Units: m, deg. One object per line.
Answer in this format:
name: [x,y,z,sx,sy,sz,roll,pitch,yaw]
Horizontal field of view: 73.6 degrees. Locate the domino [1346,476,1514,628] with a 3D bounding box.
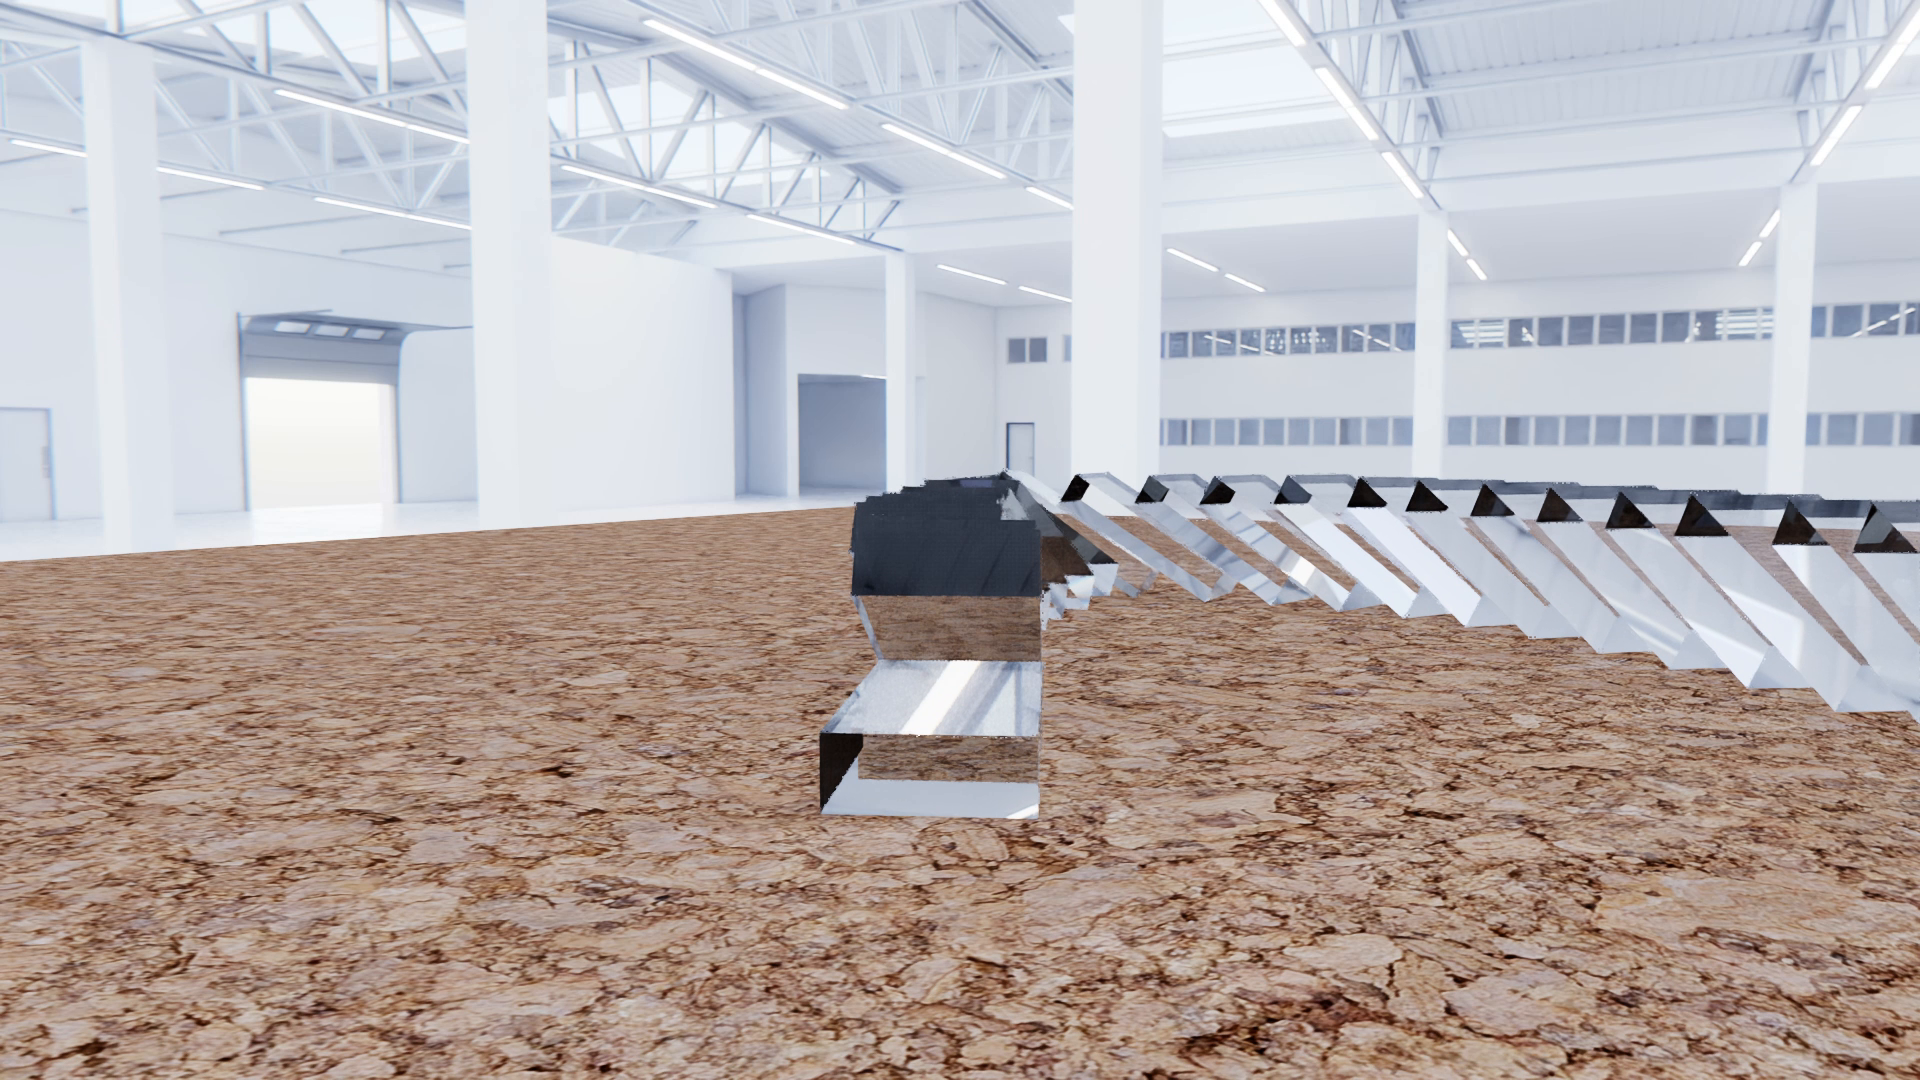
domino: [0.121,0.002,0.317,0.025,0.009,0.050,-1,35,-22]

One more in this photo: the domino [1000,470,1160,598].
domino: [0.033,-0.002,0.365,0.050,0.009,0.025,34,12,13]

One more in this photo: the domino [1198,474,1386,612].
domino: [0.091,0.000,0.346,0.025,0.009,0.050,-4,37,-44]

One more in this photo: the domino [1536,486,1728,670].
domino: [0.143,0.006,0.262,0.025,0.009,0.050,-1,35,-9]

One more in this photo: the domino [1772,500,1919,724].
domino: [0.154,0.011,0.202,0.025,0.009,0.050,0,34,4]

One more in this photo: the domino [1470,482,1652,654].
domino: [0.137,0.005,0.281,0.025,0.009,0.050,-1,35,-14]

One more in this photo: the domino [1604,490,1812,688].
domino: [0.148,0.008,0.242,0.025,0.010,0.050,0,34,-6]

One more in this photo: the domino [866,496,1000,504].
domino: [-0.001,0.007,0.257,0.025,0.010,0.050,1,-25,13]

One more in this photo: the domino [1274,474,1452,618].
domino: [0.108,0.000,0.333,0.025,0.010,0.050,-2,36,-34]

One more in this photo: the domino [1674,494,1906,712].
domino: [0.151,0.009,0.223,0.025,0.010,0.050,0,34,-4]

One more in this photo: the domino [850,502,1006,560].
domino: [-0.002,0.009,0.236,0.025,0.009,0.050,1,-25,9]

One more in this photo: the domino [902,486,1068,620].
domino: [0.006,0.004,0.297,0.025,0.009,0.050,2,-25,22]

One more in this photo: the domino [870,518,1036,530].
domino: [0.000,0.011,0.215,0.025,0.009,0.050,1,-23,3]

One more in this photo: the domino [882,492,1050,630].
domino: [0.002,0.005,0.277,0.025,0.010,0.050,1,-25,17]

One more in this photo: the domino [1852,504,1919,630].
domino: [0.154,0.012,0.183,0.025,0.009,0.050,0,34,5]

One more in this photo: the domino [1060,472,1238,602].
domino: [0.055,-0.002,0.364,0.050,0.009,0.025,36,19,21]

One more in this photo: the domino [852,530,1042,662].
domino: [0.000,0.013,0.194,0.025,0.010,0.050,0,-22,4]

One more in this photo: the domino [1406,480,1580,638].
domino: [0.130,0.003,0.300,0.025,0.010,0.050,-1,35,-19]

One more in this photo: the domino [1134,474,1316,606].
domino: [0.076,-0.001,0.358,0.025,0.010,0.050,-5,37,-49]

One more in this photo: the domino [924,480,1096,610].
domino: [0.012,0.002,0.316,0.025,0.009,0.050,2,-27,29]

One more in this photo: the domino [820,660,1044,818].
domino: [-0.002,0.025,0.171,0.025,0.009,0.050,0,4,4]

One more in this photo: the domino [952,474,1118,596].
domino: [0.016,0.000,0.336,0.025,0.009,0.050,-3,-29,46]
